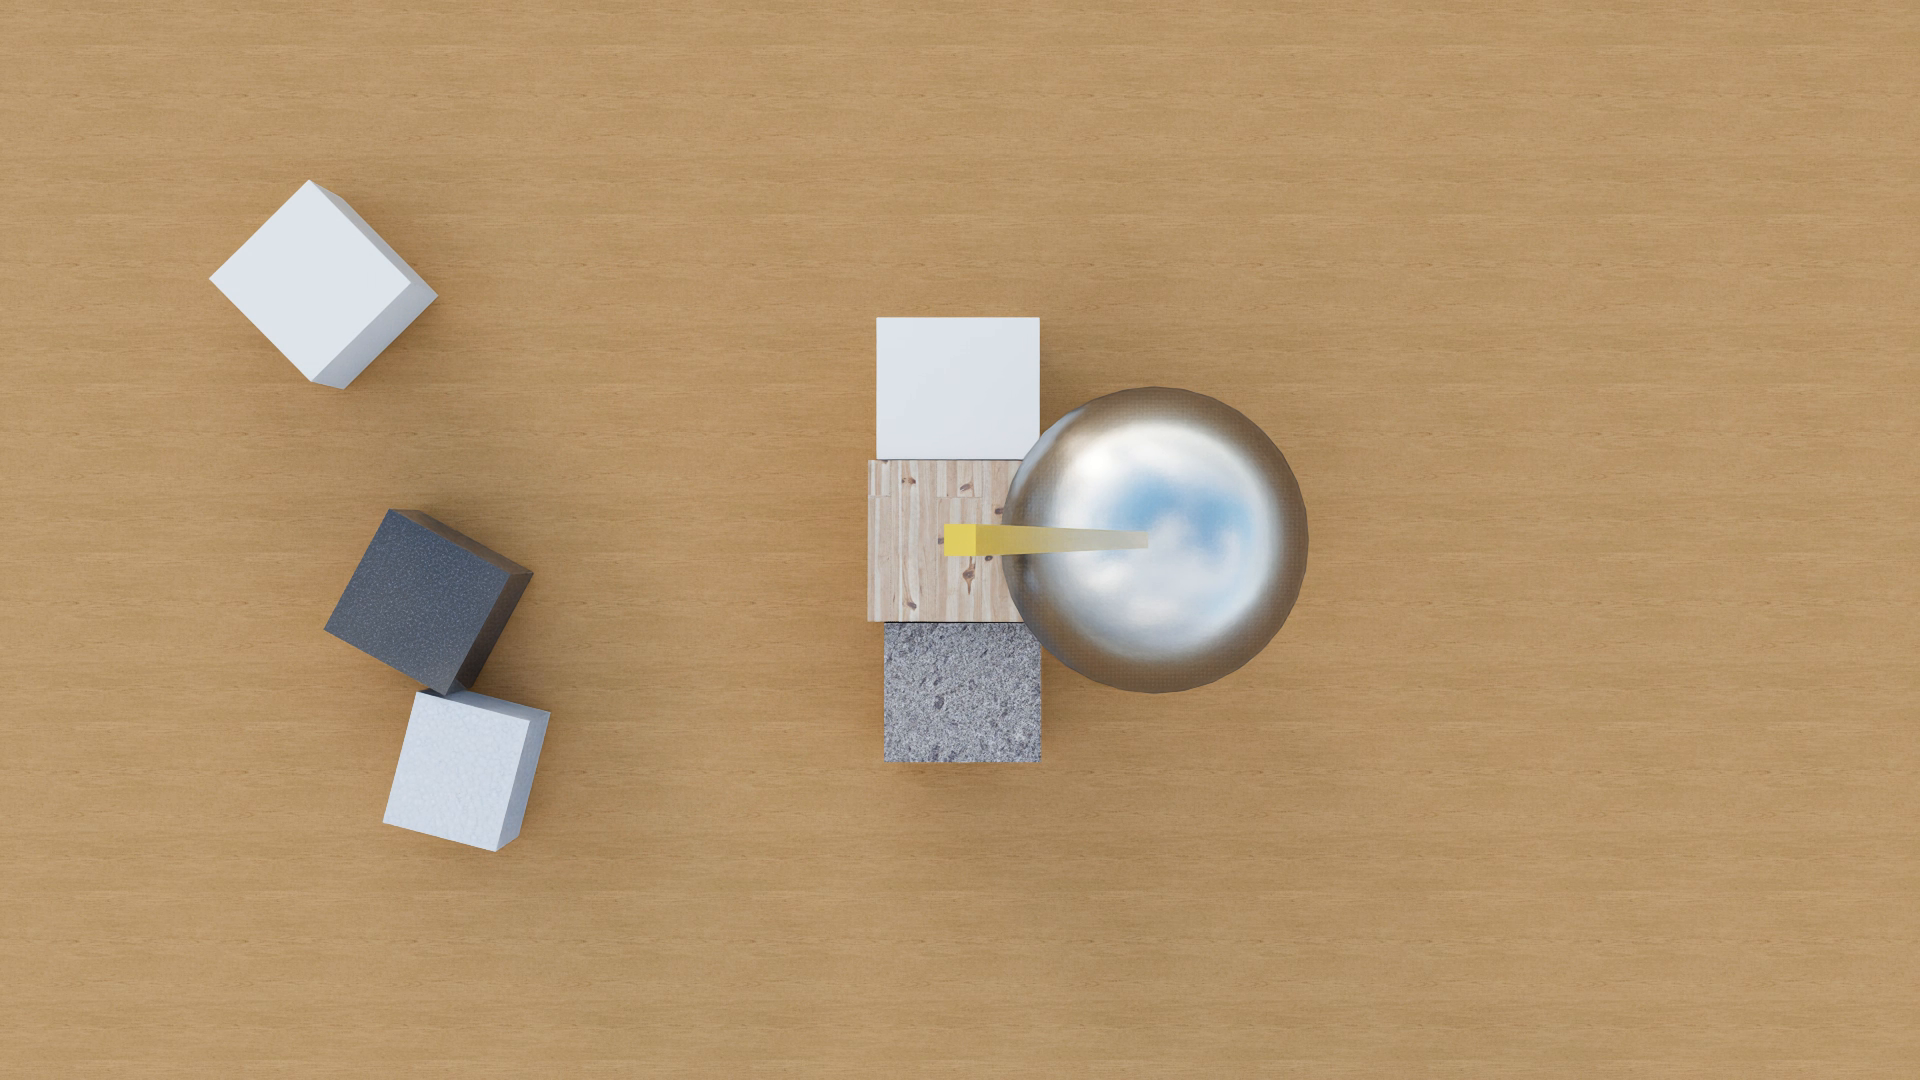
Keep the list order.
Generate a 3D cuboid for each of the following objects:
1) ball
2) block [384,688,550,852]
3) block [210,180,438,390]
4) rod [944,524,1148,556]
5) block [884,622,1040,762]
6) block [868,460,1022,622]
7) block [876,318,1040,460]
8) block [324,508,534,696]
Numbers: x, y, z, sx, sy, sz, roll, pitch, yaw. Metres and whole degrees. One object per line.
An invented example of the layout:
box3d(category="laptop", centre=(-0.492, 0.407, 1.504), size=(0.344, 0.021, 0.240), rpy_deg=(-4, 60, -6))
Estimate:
box3d(category="ball", centre=(1.006, 0.000, 11.436), size=(1.600, 1.600, 1.600), rpy_deg=(0, 90, 0))
box3d(category="block", centre=(-2.832, 1.303, 12.679), size=(0.656, 0.641, 0.758), rpy_deg=(15, 90, 0))
box3d(category="block", centre=(-3.648, -1.456, 12.671), size=(0.790, 0.658, 0.813), rpy_deg=(-45, 90, 0))
box3d(category="rod", centre=(0.436, 0.000, 8.084), size=(0.080, 5.200, 0.080), rpy_deg=(0, 90, 10))
box3d(category="block", centre=(0.014, 0.840, 12.548), size=(0.862, 0.904, 0.766), rpy_deg=(0, 90, 0))
box3d(category="block", centre=(-0.018, 0.006, 12.514), size=(0.973, 0.972, 0.881), rpy_deg=(0, 90, 0))
box3d(category="block", centre=(-0.010, -0.834, 12.549), size=(0.894, 0.902, 0.778), rpy_deg=(0, 90, 0))
box3d(category="block", centre=(-3.042, 0.348, 12.660), size=(0.775, 0.681, 0.773), rpy_deg=(29, 90, 0))
